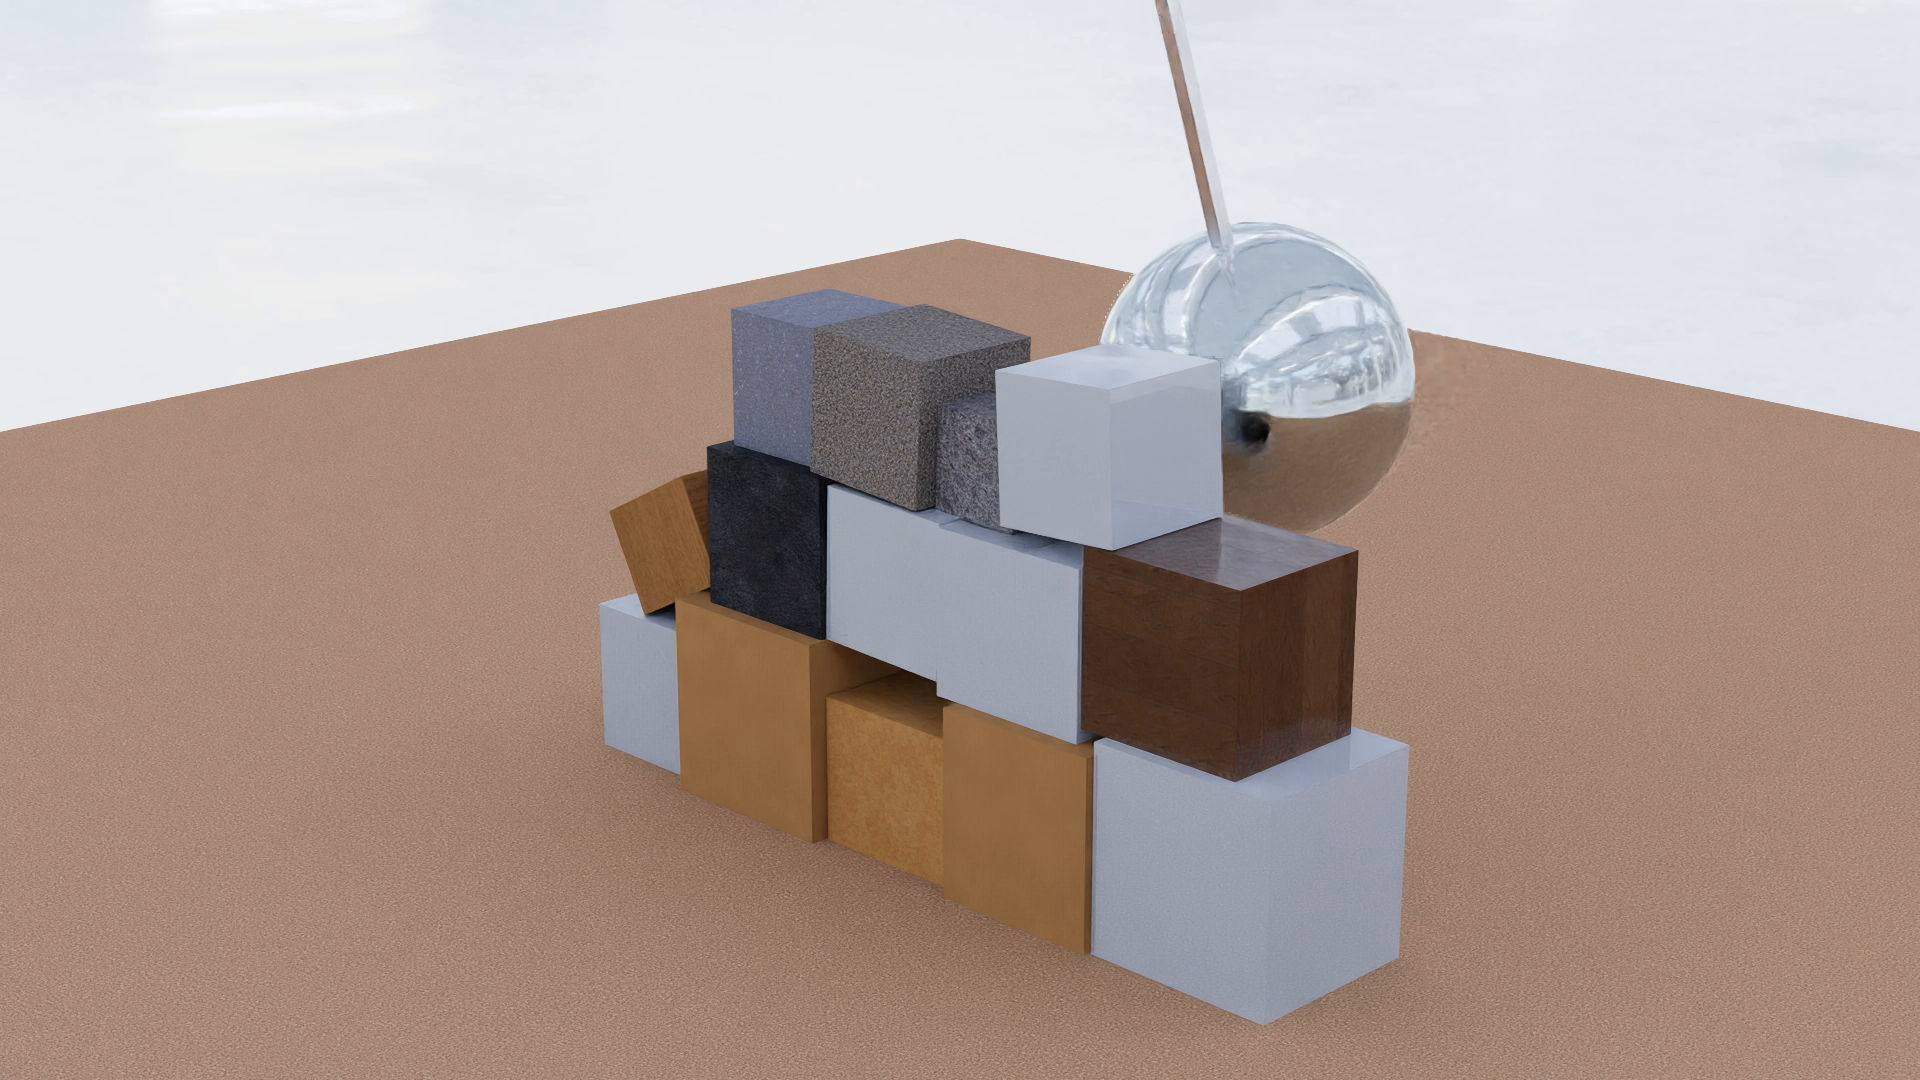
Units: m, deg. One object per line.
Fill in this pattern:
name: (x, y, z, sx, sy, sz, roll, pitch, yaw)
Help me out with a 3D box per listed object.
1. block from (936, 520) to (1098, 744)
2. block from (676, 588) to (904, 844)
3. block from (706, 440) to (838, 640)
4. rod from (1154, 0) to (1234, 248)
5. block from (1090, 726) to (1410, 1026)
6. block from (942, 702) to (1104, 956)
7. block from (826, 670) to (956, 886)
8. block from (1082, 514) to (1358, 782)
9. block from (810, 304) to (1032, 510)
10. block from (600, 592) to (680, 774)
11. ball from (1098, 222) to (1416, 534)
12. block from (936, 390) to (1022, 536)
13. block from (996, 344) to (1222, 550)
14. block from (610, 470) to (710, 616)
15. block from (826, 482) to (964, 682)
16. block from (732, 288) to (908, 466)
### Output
block: (0.481, 0.324, 12.961, 0.804, 0.787, 0.849, -17, 24, -42)
block: (-0.679, 0.750, 14.308, 1.005, 0.989, 0.961, -17, 24, -42)
block: (-0.633, -0.075, 13.988, 0.785, 0.776, 0.812, 17, 24, 42)
rod: (0.636, -3.579, 12.883, 0.080, 5.200, 0.080, 17, 44, 42)
block: (1.228, 1.324, 12.496, 0.913, 0.981, 0.960, -17, 24, -42)
block: (0.563, 1.166, 13.113, 0.945, 0.912, 0.860, -17, 24, -42)
block: (-0.055, 1.078, 13.715, 0.763, 0.719, 0.842, -17, 24, -42)
block: (1.088, 0.423, 12.357, 0.765, 0.821, 0.852, -17, 24, -42)
block: (-0.183, -0.615, 13.326, 0.693, 0.682, 0.694, -17, 27, -42)
block: (-1.306, 0.684, 14.904, 0.720, 0.758, 0.736, -17, 24, -42)
ball: (1.467, -0.785, 14.633, 1.600, 1.600, 1.600, 0, 17, 0)
block: (0.228, -0.358, 12.972, 0.459, 0.489, 0.476, -17, 26, -42)
block: (0.641, -0.412, 12.538, 0.647, 0.684, 0.709, 13, 21, 44)
block: (-1.236, -0.034, 14.608, 0.634, 0.550, 0.648, -17, -4, -42)
block: (-0.098, 0.116, 13.473, 0.727, 0.744, 0.726, -17, 26, -42)
block: (-0.639, -0.768, 13.800, 0.599, 0.659, 0.617, 17, 24, 42)
